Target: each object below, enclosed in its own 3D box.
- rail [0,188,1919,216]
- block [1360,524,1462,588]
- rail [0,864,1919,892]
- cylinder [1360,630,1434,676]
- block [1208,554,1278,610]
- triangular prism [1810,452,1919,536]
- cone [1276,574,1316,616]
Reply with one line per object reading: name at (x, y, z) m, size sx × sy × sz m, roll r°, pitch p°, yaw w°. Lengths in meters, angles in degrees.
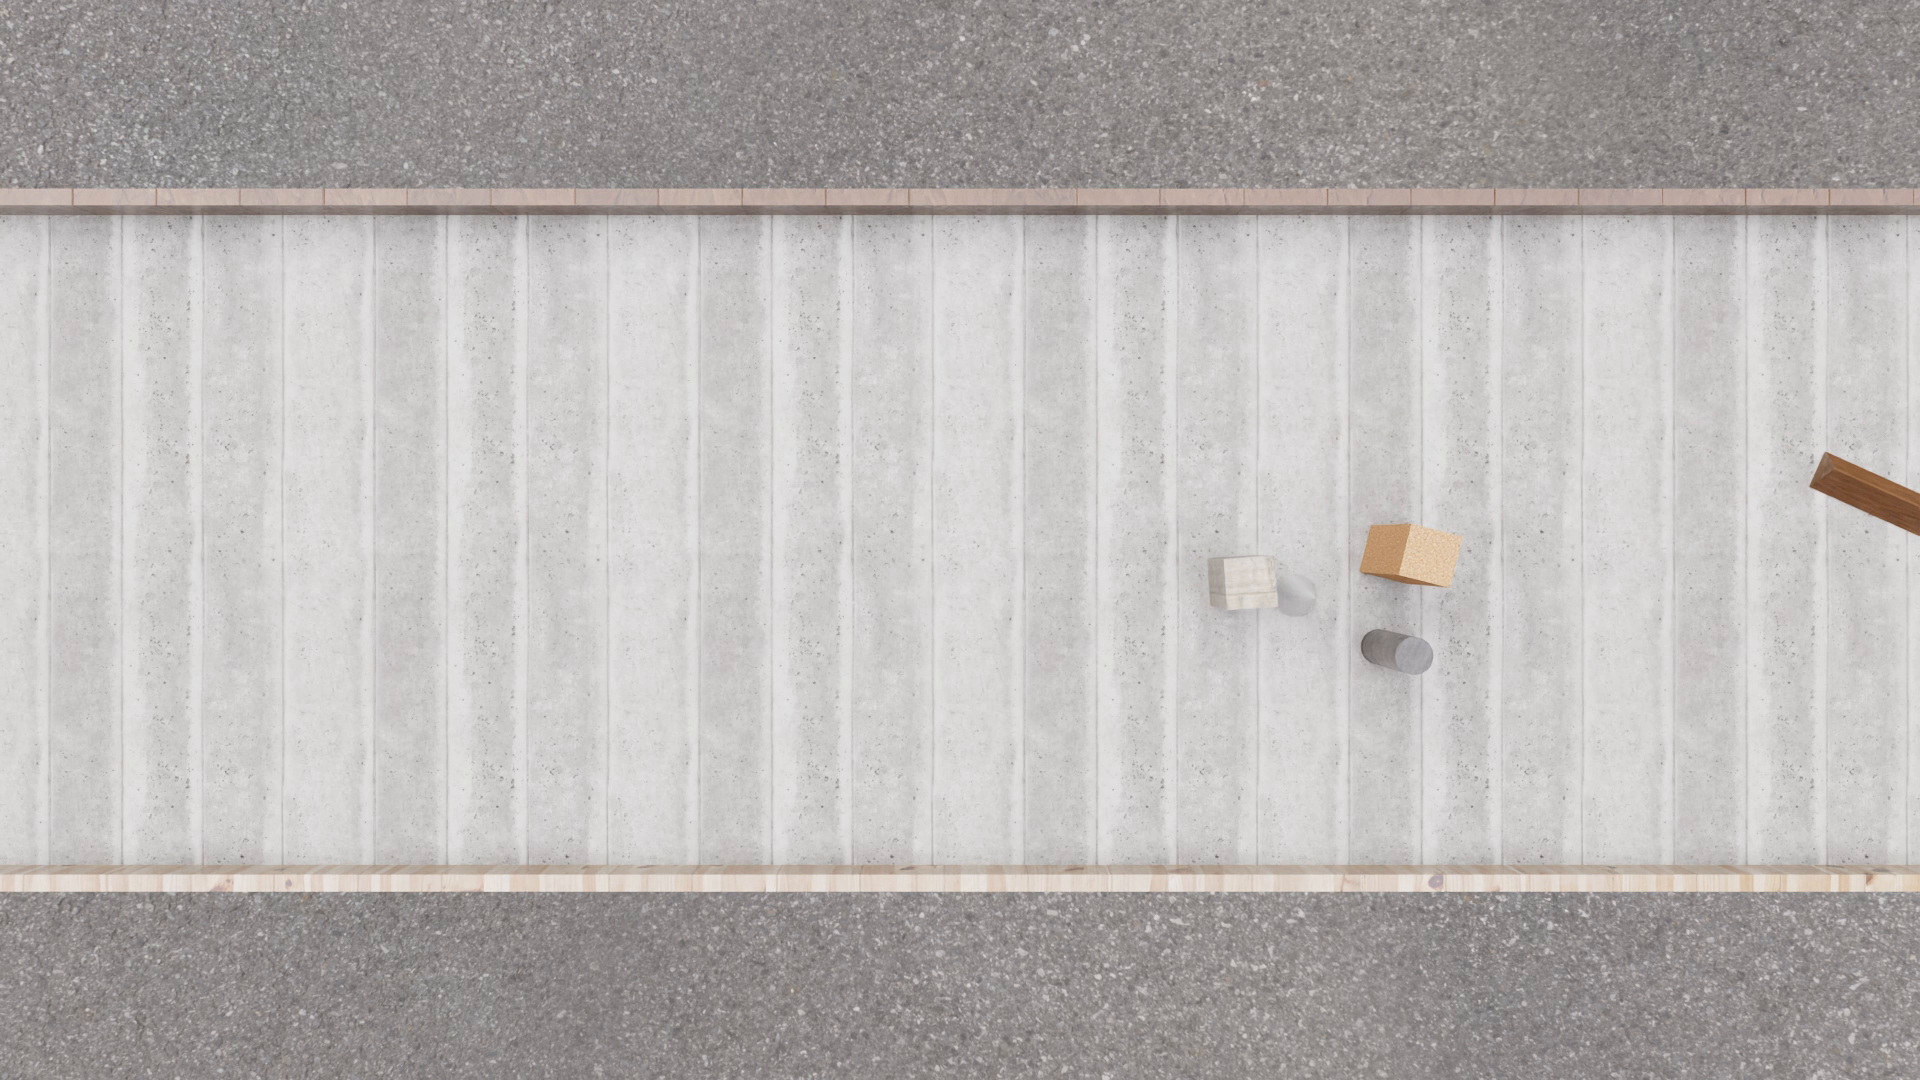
rail at (-2.247, -1.025, 5.002) m, size 12.000 × 0.150 × 0.050 m, roll 0°, pitch 90°, yaw 0°
block at (1.318, 0.044, 4.847) m, size 0.148 × 0.459 × 0.148 m, roll 14°, pitch 90°, yaw 0°
rail at (-2.247, 1.025, 5.001) m, size 12.000 × 0.150 × 0.050 m, roll 0°, pitch 90°, yaw 0°
cylinder at (1.288, 0.329, 4.875) m, size 0.109 × 0.402 × 0.109 m, roll 0°, pitch 90°, yaw 0°
block at (0.839, 0.124, 4.915) m, size 0.147 × 0.323 × 0.147 m, roll -4°, pitch 90°, yaw 0°
triangular prism at (2.832, -0.130, 5.023) m, size 0.428 × 0.101 × 0.117 m, roll 24°, pitch 90°, yaw 0°
cone at (1.030, 0.170, 4.924) m, size 0.132 × 0.305 × 0.132 m, roll 0°, pitch 90°, yaw 0°
